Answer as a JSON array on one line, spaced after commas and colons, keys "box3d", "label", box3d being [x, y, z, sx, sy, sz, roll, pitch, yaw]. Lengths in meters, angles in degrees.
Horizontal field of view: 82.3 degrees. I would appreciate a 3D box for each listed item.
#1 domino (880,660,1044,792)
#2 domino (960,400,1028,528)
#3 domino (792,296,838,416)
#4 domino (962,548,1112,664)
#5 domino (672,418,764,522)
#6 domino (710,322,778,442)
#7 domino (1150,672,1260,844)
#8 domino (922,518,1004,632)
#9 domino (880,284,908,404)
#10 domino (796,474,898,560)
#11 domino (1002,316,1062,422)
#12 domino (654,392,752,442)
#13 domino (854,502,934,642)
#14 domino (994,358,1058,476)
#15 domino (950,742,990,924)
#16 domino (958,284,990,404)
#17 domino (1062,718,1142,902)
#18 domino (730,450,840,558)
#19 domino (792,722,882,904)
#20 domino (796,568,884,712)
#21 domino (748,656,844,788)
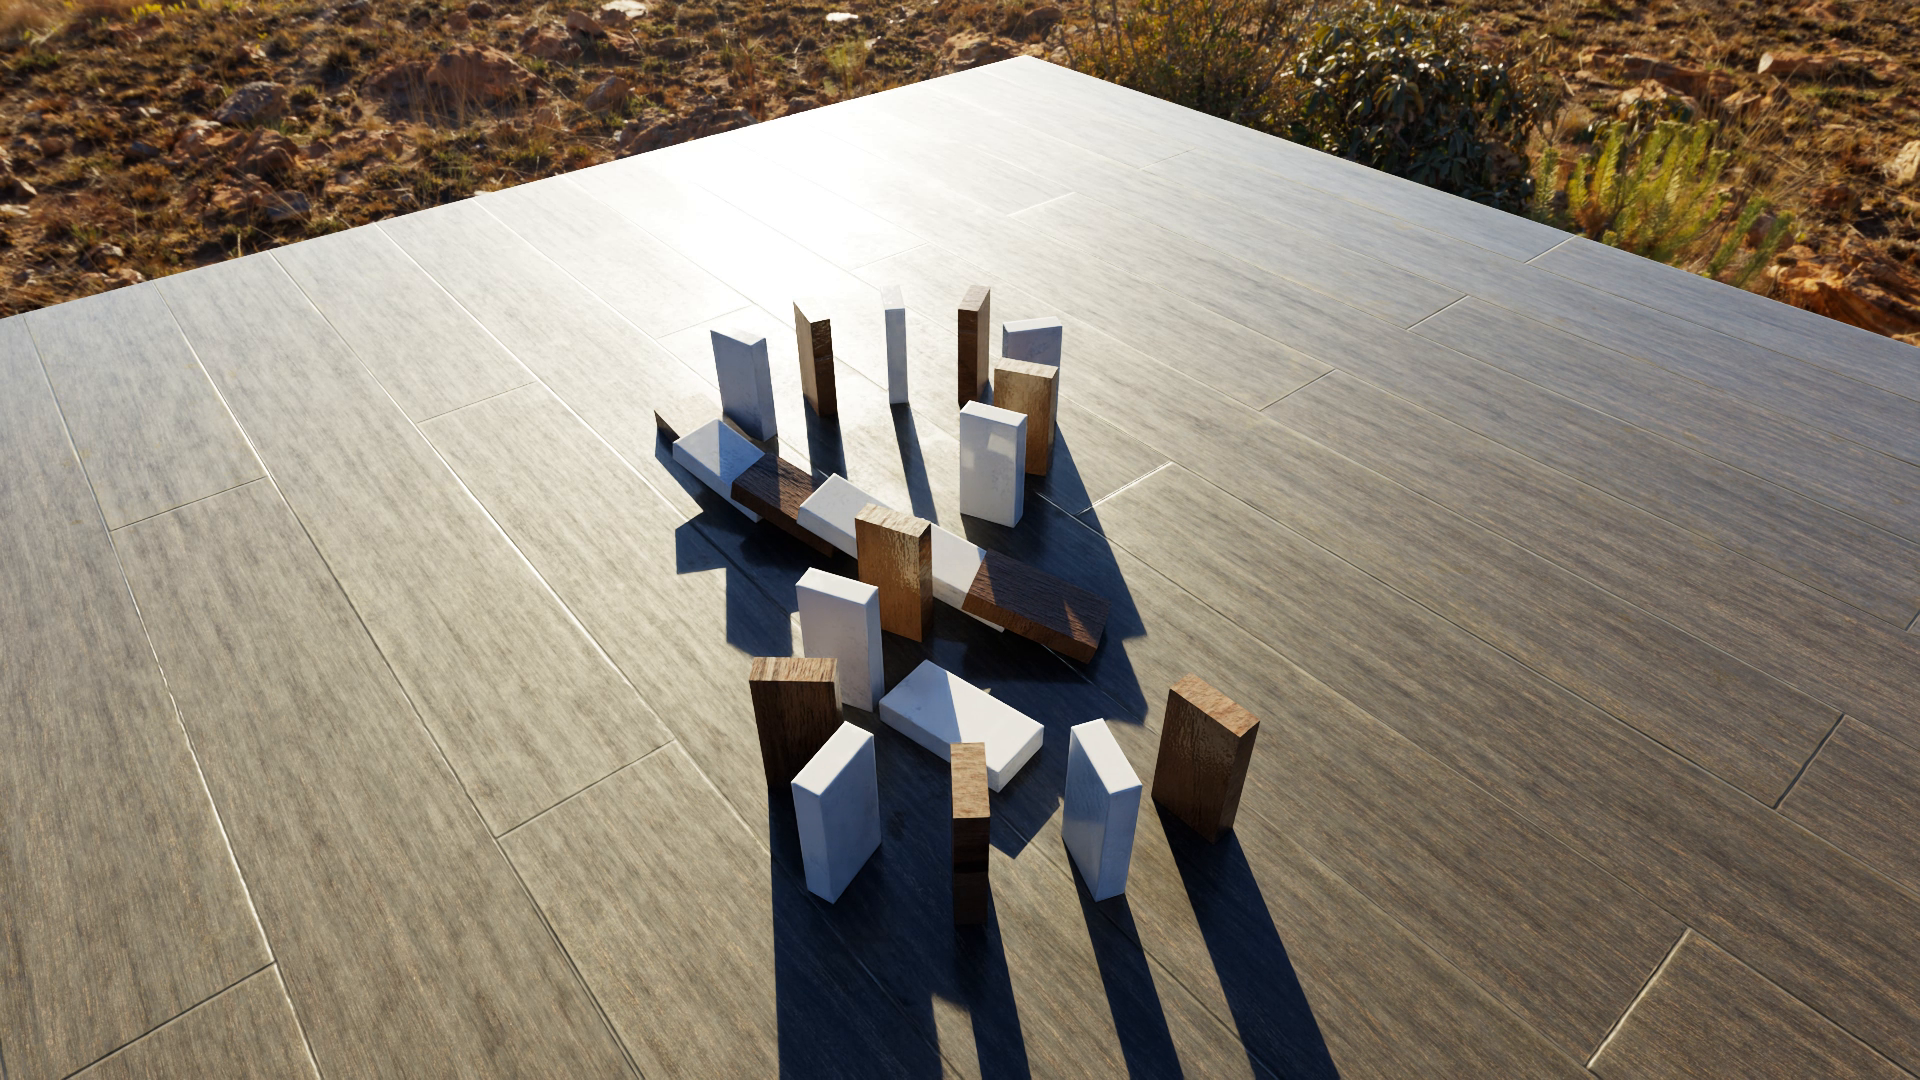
[{"box3d": [0.000, 0.061, 0.369, 0.050, 0.010, 0.025, 26, 46, 28], "label": "domino"}, {"box3d": [0.013, -0.030, 0.449, 0.025, 0.050, 0.009, 17, 42, 19], "label": "domino"}, {"box3d": [-0.068, -0.086, 0.517, 0.009, 0.050, 0.025, -17, 42, -19], "label": "domino"}, {"box3d": [0.028, 0.024, 0.403, 0.050, 0.010, 0.025, 23, 45, 3], "label": "domino"}, {"box3d": [-0.096, -0.031, 0.471, 0.050, 0.010, 0.025, 36, 50, 17], "label": "domino"}, {"box3d": [-0.098, -0.071, 0.498, 0.025, 0.050, 0.010, 24, 45, 27], "label": "domino"}, {"box3d": [0.073, 0.066, 0.331, 0.009, 0.050, 0.025, -30, 48, -31], "label": "domino"}, {"box3d": [0.000, 0.013, 0.419, 0.050, 0.009, 0.025, 27, 45, 12], "label": "domino"}, {"box3d": [-0.031, -0.093, 0.525, 0.009, 0.050, 0.025, -6, 40, -7], "label": "domino"}, {"box3d": [-0.037, -0.005, 0.438, 0.050, 0.010, 0.025, 30, 46, 10], "label": "domino"}, {"box3d": [0.032, -0.077, 0.505, 0.025, 0.050, 0.010, -9, 40, -11], "label": "domino"}, {"box3d": [-0.117, -0.049, 0.503, 0.025, 0.010, 0.050, -25, 45, -27], "label": "domino"}, {"box3d": [-0.023, 0.012, 0.396, 0.025, 0.050, 0.009, 17, 42, 20], "label": "domino"}, {"box3d": [0.028, -0.053, 0.476, 0.025, 0.050, 0.009, 12, 41, 15], "label": "domino"}, {"box3d": [0.003, 0.083, 0.310, 0.009, 0.050, 0.025, -1, 39, -2], "label": "domino"}, {"box3d": [0.007, -0.093, 0.525, 0.009, 0.050, 0.025, 9, 40, 11], "label": "domino"}, {"box3d": [0.040, 0.078, 0.316, 0.009, 0.050, 0.025, -13, 41, -15], "label": "domino"}, {"box3d": [-0.066, -0.015, 0.452, 0.050, 0.010, 0.025, 30, 46, 11], "label": "domino"}, {"box3d": [-0.035, 0.079, 0.315, 0.009, 0.050, 0.025, 21, 44, 23], "label": "domino"}, {"box3d": [-0.040, 0.034, 0.370, 0.025, 0.050, 0.010, 15, 42, 18], "label": "domino"}, {"box3d": [-0.049, 0.058, 0.341, 0.025, 0.050, 0.009, 1, 39, 1], "label": "domino"}]
